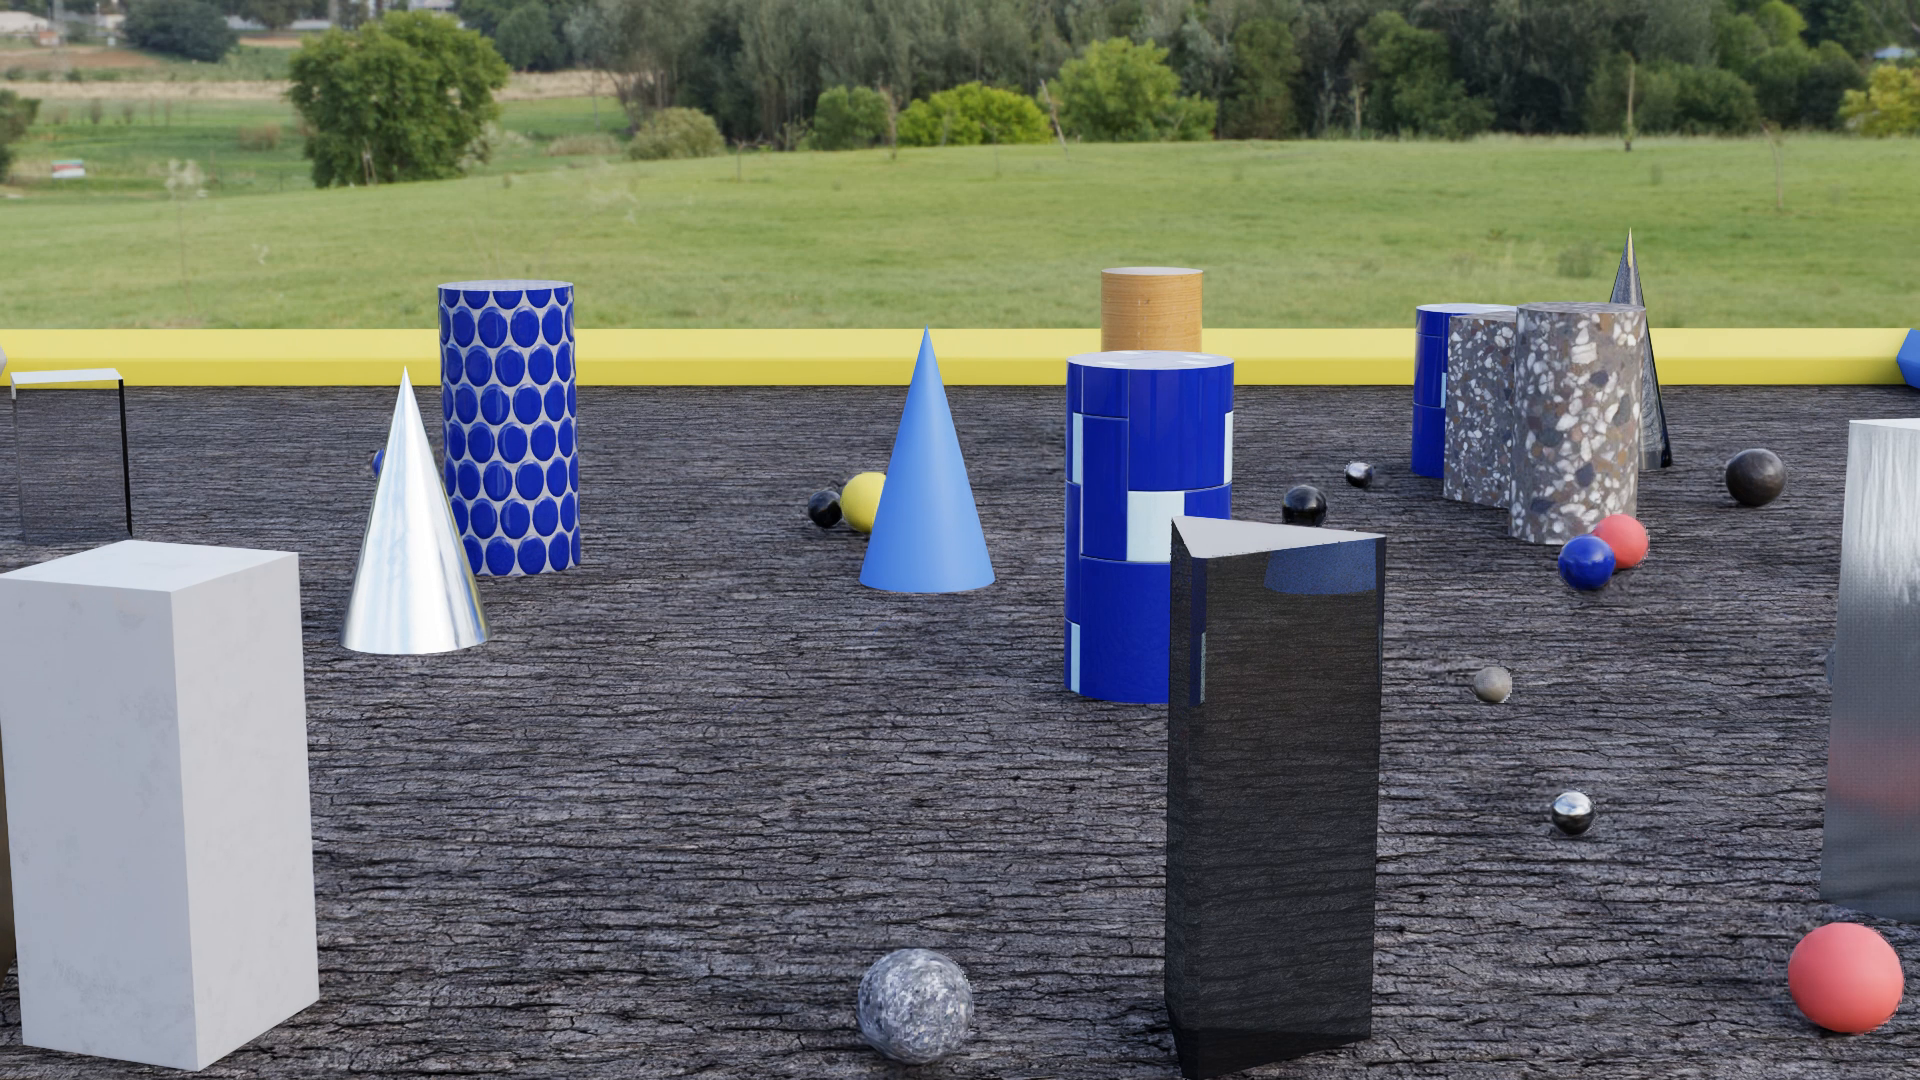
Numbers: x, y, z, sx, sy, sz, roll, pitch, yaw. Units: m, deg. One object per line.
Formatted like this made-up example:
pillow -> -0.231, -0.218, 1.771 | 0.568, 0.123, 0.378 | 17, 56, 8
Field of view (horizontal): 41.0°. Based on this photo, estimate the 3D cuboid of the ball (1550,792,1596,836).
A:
ball -> 0.587, 0.261, 2.455 | 0.042, 0.042, 0.042 | 0, 11, 0

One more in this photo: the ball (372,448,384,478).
ball -> -0.999, -0.131, 4.505 | 0.065, 0.065, 0.065 | 0, 11, 0

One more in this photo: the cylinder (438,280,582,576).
cylinder -> -0.660, -0.168, 3.761 | 0.195, 0.410, 0.195 | 0, 11, 0

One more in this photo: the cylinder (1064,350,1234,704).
cylinder -> 0.221, -0.019, 3.022 | 0.195, 0.387, 0.195 | 0, 11, 0

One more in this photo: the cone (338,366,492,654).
cone -> -0.701, -0.048, 3.273 | 0.195, 0.351, 0.195 | 0, 11, 0

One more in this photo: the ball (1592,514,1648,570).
ball -> 0.961, 0.003, 3.742 | 0.081, 0.081, 0.081 | 0, 11, 0

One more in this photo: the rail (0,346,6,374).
rail -> -2.175, 0.035, 3.437 | 0.045, 0.127, 4.970 | 0, 11, 0

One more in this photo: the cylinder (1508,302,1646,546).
cylinder -> 0.959, -0.184, 3.994 | 0.195, 0.357, 0.195 | 0, 11, 0

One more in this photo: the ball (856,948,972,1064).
ball -> -0.034, 0.344, 1.893 | 0.085, 0.085, 0.085 | 0, 11, 0

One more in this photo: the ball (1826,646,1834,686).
ball -> 1.041, 0.147, 2.952 | 0.086, 0.086, 0.086 | 0, 11, 0

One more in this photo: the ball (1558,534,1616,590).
ball -> 0.878, 0.032, 3.594 | 0.078, 0.078, 0.078 | 0, 11, 0

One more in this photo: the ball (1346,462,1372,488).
ball -> 0.695, -0.113, 4.465 | 0.046, 0.046, 0.046 | 0, 11, 0

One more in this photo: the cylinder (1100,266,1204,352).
cylinder -> 0.368, -0.351, 4.949 | 0.195, 0.336, 0.195 | 0, 11, 0

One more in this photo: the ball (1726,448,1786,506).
ball -> 1.326, -0.104, 4.275 | 0.097, 0.097, 0.097 | 0, 11, 0

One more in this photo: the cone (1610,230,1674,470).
cone -> 1.224, -0.359, 4.725 | 0.195, 0.434, 0.195 | 0, 11, 0

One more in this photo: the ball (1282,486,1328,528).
ball -> 0.544, -0.050, 4.053 | 0.072, 0.072, 0.072 | 0, 11, 0

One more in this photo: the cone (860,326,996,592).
cone -> -0.047, -0.124, 3.644 | 0.195, 0.367, 0.195 | 0, 11, 0

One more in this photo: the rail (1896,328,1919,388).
rail -> 2.175, 0.030, 3.461 | 0.045, 0.127, 4.970 | 0, 11, 0

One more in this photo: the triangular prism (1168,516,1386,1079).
triangular prism -> 0.202, 0.183, 1.932 | 0.169, 0.386, 0.147 | -6, 12, -30

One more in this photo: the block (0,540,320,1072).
block -> -0.605, 0.195, 1.944 | 0.156, 0.359, 0.156 | 4, 11, 19

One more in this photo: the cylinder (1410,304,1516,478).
cylinder -> 0.915, -0.269, 4.619 | 0.195, 0.296, 0.195 | 0, 11, 0

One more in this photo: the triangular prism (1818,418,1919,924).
triangular prism -> 0.870, 0.110, 2.217 | 0.147, 0.426, 0.169 | -9, 14, -41

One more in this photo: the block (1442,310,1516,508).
block -> 0.932, -0.222, 4.327 | 0.156, 0.309, 0.156 | -9, 14, -40

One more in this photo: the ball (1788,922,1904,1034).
ball -> 0.674, 0.333, 1.954 | 0.083, 0.083, 0.083 | 0, 11, 0

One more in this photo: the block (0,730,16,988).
block -> -0.848, 0.241, 2.034 | 0.156, 0.236, 0.156 | -2, 11, -12

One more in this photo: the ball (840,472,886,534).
ball -> -0.139, -0.058, 4.025 | 0.097, 0.097, 0.097 | 0, 11, 0

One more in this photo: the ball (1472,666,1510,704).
ball -> 0.614, 0.167, 2.962 | 0.042, 0.042, 0.042 | 0, 11, 0

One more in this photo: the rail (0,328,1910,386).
rail -> -0.014, -0.416, 5.869 | 4.398, 0.127, 0.045 | 0, 11, 0

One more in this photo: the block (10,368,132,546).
block -> -1.387, -0.132, 4.005 | 0.156, 0.250, 0.156 | -4, 11, -22

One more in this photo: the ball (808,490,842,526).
ball -> -0.214, -0.051, 4.090 | 0.059, 0.059, 0.059 | 0, 11, 0
